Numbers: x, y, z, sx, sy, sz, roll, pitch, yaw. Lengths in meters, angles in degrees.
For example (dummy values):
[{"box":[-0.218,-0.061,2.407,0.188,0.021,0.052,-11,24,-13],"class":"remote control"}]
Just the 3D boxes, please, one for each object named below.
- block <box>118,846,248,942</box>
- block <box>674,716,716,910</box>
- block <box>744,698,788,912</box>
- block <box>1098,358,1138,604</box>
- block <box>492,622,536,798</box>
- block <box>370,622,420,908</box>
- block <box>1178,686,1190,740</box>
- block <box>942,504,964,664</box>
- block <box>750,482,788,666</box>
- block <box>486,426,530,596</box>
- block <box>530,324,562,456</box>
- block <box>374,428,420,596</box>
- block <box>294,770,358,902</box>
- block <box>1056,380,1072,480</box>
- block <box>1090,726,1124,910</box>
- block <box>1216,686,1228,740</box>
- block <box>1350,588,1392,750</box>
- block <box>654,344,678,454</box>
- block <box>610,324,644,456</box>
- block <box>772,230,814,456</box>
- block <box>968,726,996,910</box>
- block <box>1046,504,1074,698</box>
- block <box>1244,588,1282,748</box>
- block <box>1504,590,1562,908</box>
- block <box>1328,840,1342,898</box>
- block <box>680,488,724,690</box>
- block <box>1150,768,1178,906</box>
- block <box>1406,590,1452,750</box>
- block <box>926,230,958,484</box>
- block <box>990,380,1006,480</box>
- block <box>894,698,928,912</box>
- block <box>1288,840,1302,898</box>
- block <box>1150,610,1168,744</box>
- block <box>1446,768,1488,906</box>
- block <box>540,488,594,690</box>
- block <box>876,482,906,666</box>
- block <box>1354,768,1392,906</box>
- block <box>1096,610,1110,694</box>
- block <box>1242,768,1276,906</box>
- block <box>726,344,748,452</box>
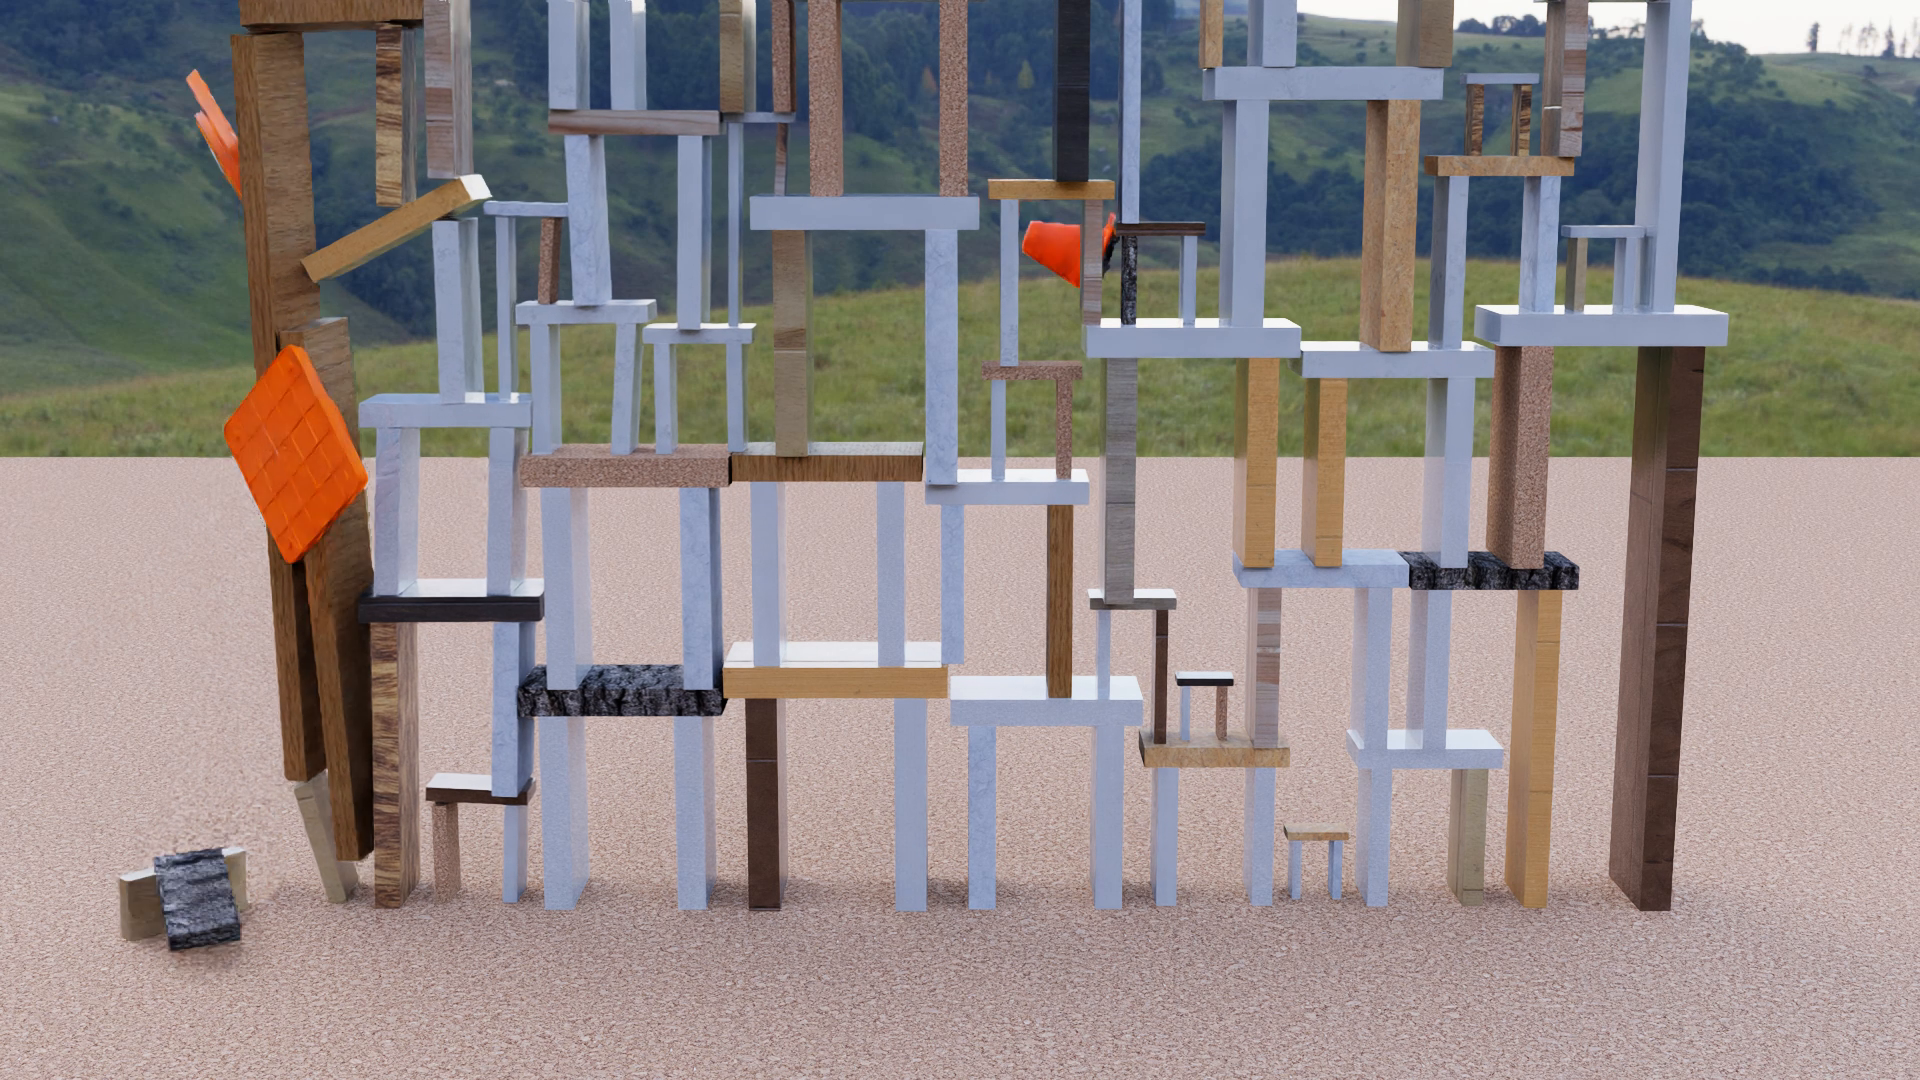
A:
[{"box":[-1.242,0.565,3.521,0.029,0.101,0.203,13,17,40],"class":"block"},{"box":[-0.438,0.429,3.644,0.046,0.326,0.163,0,11,0],"class":"block"},{"box":[-0.319,0.413,3.640,0.051,0.358,0.179,0,11,0],"class":"block"},{"box":[0.253,-0.106,3.536,0.047,0.392,0.166,0,10,0],"class":"block"},{"box":[-0.732,0.261,3.609,0.041,0.290,0.145,3,10,-1],"class":"block"},{"box":[-0.929,0.354,3.624,0.041,0.479,0.145,2,10,-1],"class":"block"},{"box":[0.370,0.279,3.616,0.013,0.092,0.046,0,11,0],"class":"block"},{"box":[-0.012,0.060,3.570,0.037,0.260,0.130,0,10,0],"class":"block"},{"box":[-0.309,0.041,3.565,0.042,0.299,0.149,0,11,0],"class":"block"},{"box":[-0.731,-0.057,3.556,0.038,0.269,0.135,3,10,-1],"class":"block"},{"box":[-0.662,-0.246,3.516,0.029,0.207,0.103,1,11,-1],"class":"block"},{"box":[-0.909,-0.056,3.553,0.038,0.269,0.135,3,10,-1],"class":"block"},{"box":[-1.052,0.489,3.652,0.029,0.203,0.101,-14,12,-1],"class":"block"},{"box":[0.167,-0.182,3.526,0.022,0.158,0.079,0,11,0],"class":"block"},{"box":[0.243,0.437,3.643,0.044,0.310,0.155,0,11,0],"class":"block"},{"box":[0.430,0.279,3.616,0.013,0.092,0.046,0,11,0],"class":"block"},{"box":[0.672,0.195,3.598,0.038,0.268,0.133,0,11,0],"class":"block"},{"box":[-0.470,-0.230,3.519,0.024,0.176,0.086,0,11,0],"class":"block"},{"box":[-0.531,-0.246,3.516,0.029,0.207,0.104,4,10,-1],"class":"block"},{"box":[-0.264,-0.320,3.496,0.050,0.352,0.176,0,11,0],"class":"block"},{"box":[0.036,0.437,3.643,0.044,0.310,0.155,0,11,0],"class":"block"},{"box":[0.162,0.087,3.575,0.037,0.316,0.130,0,11,0],"class":"block"},{"box":[0.495,0.194,3.597,0.038,0.265,0.133,0,10,0],"class":"block"},{"box":[0.942,0.329,3.618,0.037,0.532,0.132,0,11,0],"class":"block"},{"box":[0.624,0.541,3.659,0.014,0.101,0.050,0,11,0],"class":"block"},{"box":[-0.419,0.064,3.569,0.046,0.328,0.164,0,11,0],"class":"block"},{"box":[0.339,0.474,3.647,0.033,0.236,0.118,0,11,0],"class":"block"},{"box":[0.766,0.198,3.594,0.037,0.265,0.132,0,11,0],"class":"block"},{"box":[-0.029,-0.298,3.501,0.050,0.396,0.176,0,11,0],"class":"block"},{"box":[0.061,-0.182,3.527,0.022,0.158,0.079,0,11,0],"class":"block"},{"box":[-0.080,0.413,3.640,0.051,0.358,0.179,0,11,0],"class":"block"},{"box":[0.557,0.541,3.659,0.014,0.101,0.050,0,11,0],"class":"block"},{"box":[0.326,0.216,3.595,0.020,0.224,0.070,0,11,0],"class":"block"},{"box":[0.841,0.475,3.645,0.033,0.234,0.117,0,10,0],"class":"block"},{"box":[-0.637,0.064,3.569,0.046,0.328,0.164,0,11,0],"class":"block"},{"box":[-0.110,0.041,3.565,0.042,0.299,0.149,0,11,0],"class":"block"},{"box":[0.685,0.475,3.645,0.033,0.234,0.117,0,11,0],"class":"block"},{"box":[0.233,0.175,3.588,0.020,0.139,0.070,0,11,0],"class":"block"},{"box":[0.496,0.474,3.647,0.033,0.236,0.118,0,11,0],"class":"block"},{"box":[-0.356,-0.232,3.518,0.024,0.172,0.086,0,11,0],"class":"block"}]
